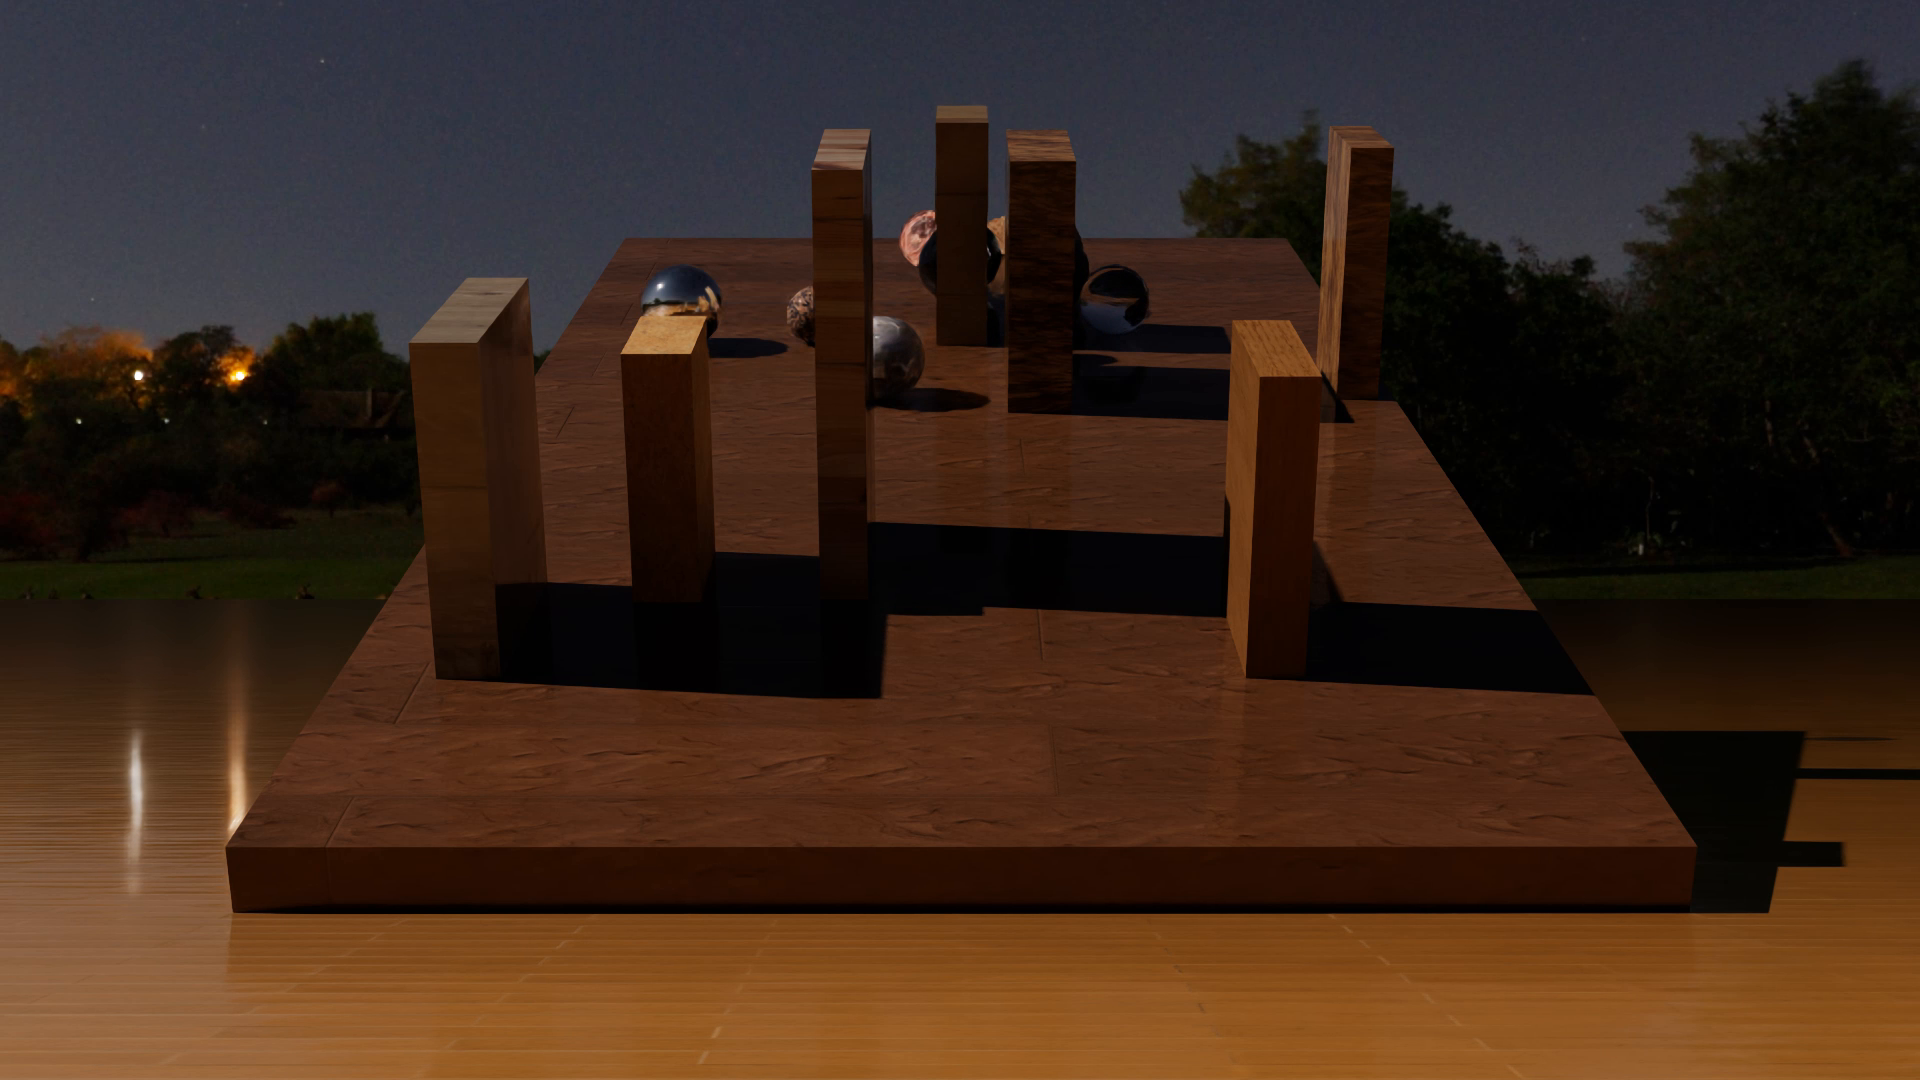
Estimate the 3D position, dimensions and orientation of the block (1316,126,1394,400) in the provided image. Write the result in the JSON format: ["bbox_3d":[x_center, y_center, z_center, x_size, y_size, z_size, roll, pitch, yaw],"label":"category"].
[{"bbox_3d":[0.908,-0.643,5.210,0.095,0.575,0.303,0,19,0],"label":"block"}]

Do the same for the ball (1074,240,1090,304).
[{"bbox_3d":[0.236,-0.703,5.927,0.209,0.209,0.209,0,-1,0],"label":"ball"}]

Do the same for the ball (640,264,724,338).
[{"bbox_3d":[-0.685,-0.578,5.575,0.204,0.204,0.204,0,-1,0],"label":"ball"}]

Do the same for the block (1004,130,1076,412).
[{"bbox_3d":[0.178,-0.621,5.160,0.142,0.564,0.422,0,19,0],"label":"block"}]

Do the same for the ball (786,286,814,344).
[{"bbox_3d":[-0.361,-0.561,5.623,0.142,0.142,0.142,0,-1,0],"label":"ball"}]

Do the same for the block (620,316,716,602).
[{"bbox_3d":[-0.511,-0.145,3.987,0.118,0.447,0.263,0,19,0],"label":"block"}]

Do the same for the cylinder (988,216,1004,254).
[{"bbox_3d":[0.145,-0.896,6.622,0.108,0.108,0.108,-1,13,45],"label":"cylinder"}]

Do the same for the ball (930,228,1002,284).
[{"bbox_3d":[0.009,-0.770,6.120,0.205,0.205,0.205,0,-1,0],"label":"ball"}]

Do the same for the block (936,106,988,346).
[{"bbox_3d":[0.004,-0.790,5.655,0.126,0.552,0.271,0,19,0],"label":"block"}]

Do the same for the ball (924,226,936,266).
[{"bbox_3d":[-0.035,-0.835,6.417,0.130,0.130,0.130,0,-1,0],"label":"ball"}]

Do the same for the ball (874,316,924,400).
[{"bbox_3d":[-0.175,-0.414,5.134,0.191,0.191,0.191,0,-1,0],"label":"ball"}]

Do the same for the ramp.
[{"bbox_3d":[-0.005,-0.202,4.970,2.000,0.100,4.000,0,19,0],"label":"ramp"}]

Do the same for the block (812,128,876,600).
[{"bbox_3d":[-0.203,-0.321,4.024,0.084,0.754,0.415,0,19,0],"label":"block"}]

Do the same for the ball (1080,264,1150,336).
[{"bbox_3d":[0.390,-0.605,5.696,0.178,0.178,0.178,0,-1,0],"label":"ball"}]

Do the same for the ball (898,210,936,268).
[{"bbox_3d":[-0.084,-0.832,6.273,0.172,0.172,0.172,0,-1,0],"label":"ball"}]

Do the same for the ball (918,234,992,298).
[{"bbox_3d":[-0.012,-0.720,5.927,0.195,0.195,0.195,0,-1,0],"label":"ball"}]

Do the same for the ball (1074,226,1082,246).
[{"bbox_3d":[0.231,-0.795,6.187,0.209,0.209,0.209,0,-1,0],"label":"ball"}]

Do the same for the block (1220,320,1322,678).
[{"bbox_3d":[0.506,-0.074,3.707,0.096,0.500,0.357,0,19,0],"label":"block"}]

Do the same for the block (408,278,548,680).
[{"bbox_3d":[-0.787,-0.112,3.731,0.104,0.554,0.443,0,19,0],"label":"block"}]
